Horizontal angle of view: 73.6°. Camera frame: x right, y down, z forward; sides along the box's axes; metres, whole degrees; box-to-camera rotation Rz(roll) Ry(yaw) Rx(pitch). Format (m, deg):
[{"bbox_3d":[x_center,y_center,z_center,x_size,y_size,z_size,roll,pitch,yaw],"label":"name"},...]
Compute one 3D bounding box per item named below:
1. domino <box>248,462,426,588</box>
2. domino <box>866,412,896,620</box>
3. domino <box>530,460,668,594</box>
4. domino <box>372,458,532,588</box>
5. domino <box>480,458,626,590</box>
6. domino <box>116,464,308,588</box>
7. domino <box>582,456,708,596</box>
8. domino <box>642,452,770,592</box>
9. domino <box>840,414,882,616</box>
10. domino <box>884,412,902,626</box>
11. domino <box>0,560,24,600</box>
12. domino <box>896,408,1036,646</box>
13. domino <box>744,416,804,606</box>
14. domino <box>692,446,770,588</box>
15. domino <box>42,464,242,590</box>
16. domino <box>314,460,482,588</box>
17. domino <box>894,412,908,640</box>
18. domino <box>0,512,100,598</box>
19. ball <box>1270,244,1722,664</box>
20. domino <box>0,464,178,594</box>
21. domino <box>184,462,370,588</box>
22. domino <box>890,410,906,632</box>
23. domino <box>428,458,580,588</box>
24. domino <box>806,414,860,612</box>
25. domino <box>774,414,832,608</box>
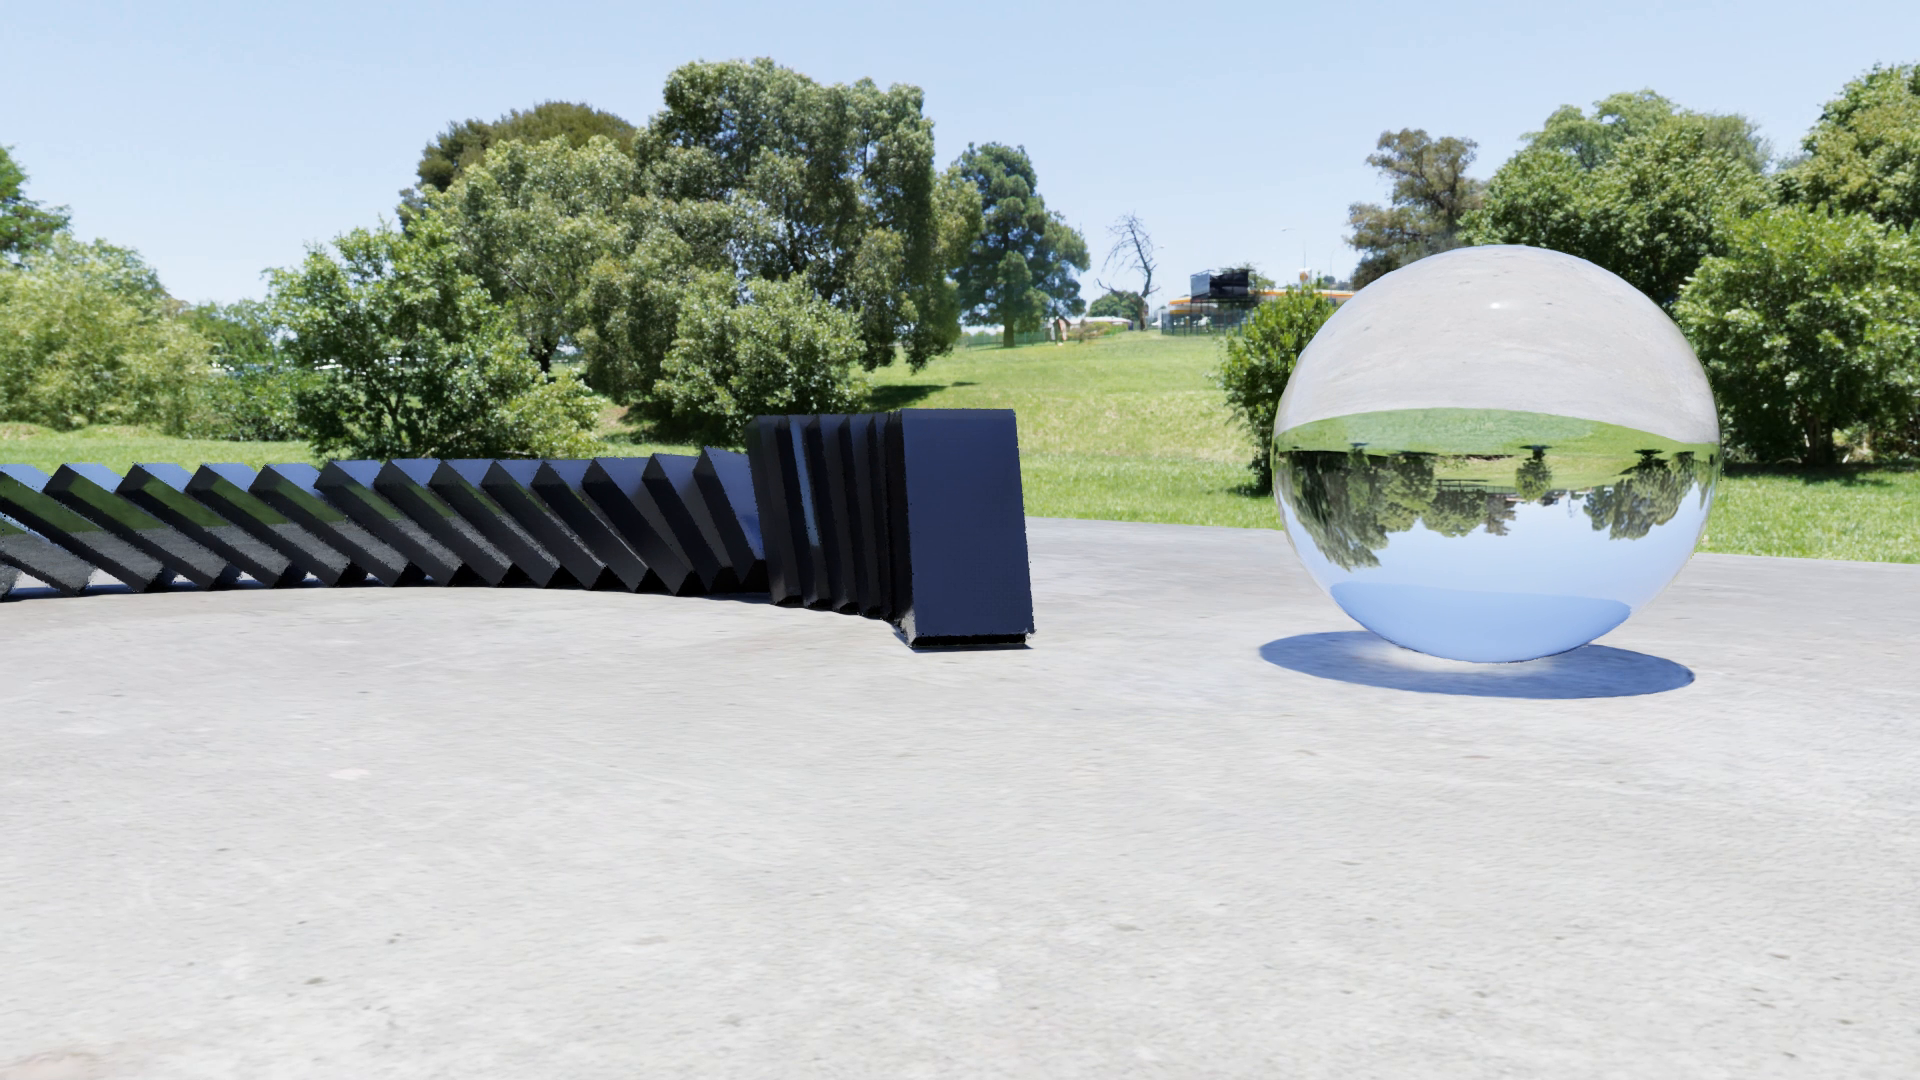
[{"bbox_3d":[-0.187,-0.005,0.391,0.050,0.009,0.025,35,3,-4],"label":"domino"},{"bbox_3d":[-0.008,-0.006,0.315,0.025,0.050,0.010,-1,-16,-16],"label":"domino"},{"bbox_3d":[-0.102,-0.005,0.382,0.050,0.010,0.025,42,21,19],"label":"domino"},{"bbox_3d":[-0.151,-0.006,0.393,0.050,0.009,0.025,38,10,6],"label":"domino"},{"bbox_3d":[-0.118,-0.005,0.388,0.050,0.009,0.025,40,18,15],"label":"domino"},{"bbox_3d":[-0.221,-0.005,0.383,0.050,0.010,0.025,35,-2,-9],"label":"domino"},{"bbox_3d":[-0.086,-0.005,0.376,0.050,0.009,0.025,45,27,24],"label":"domino"},{"bbox_3d":[-0.070,-0.005,0.371,0.025,0.009,0.050,2,39,-43],"label":"domino"},{"bbox_3d":[-0.015,-0.007,0.324,0.025,0.050,0.009,-2,-16,-21],"label":"domino"},{"bbox_3d":[-0.004,-0.005,0.305,0.025,0.050,0.009,-1,-17,-11],"label":"domino"},{"bbox_3d":[-0.280,0.000,0.343,0.050,0.009,0.025,34,-14,-28],"label":"domino"},{"bbox_3d":[0.001,-0.003,0.274,0.025,0.050,0.009,-1,-17,-11],"label":"domino"},{"bbox_3d":[-0.041,-0.009,0.347,0.025,0.050,0.009,-3,-16,-33],"label":"domino"},{"bbox_3d":[-0.056,-0.006,0.365,0.025,0.009,0.050,9,35,-37],"label":"domino"},{"bbox_3d":[-0.237,-0.004,0.377,0.050,0.009,0.025,35,-5,-13],"label":"domino"},{"bbox_3d":[-0.169,-0.006,0.393,0.050,0.009,0.025,37,6,1],"label":"domino"},{"bbox_3d":[0.000,-0.004,0.285,0.025,0.050,0.009,-1,-17,-11],"label":"domino"},{"bbox_3d":[-0.267,-0.002,0.356,0.050,0.009,0.025,37,-13,-25],"label":"domino"},{"bbox_3d":[0.101,-0.016,0.248,0.080,0.080,0.080,0,4,0],"label":"ball"},{"bbox_3d":[-0.253,-0.004,0.370,0.050,0.010,0.025,36,-6,-15],"label":"domino"},{"bbox_3d":[-0.204,-0.005,0.388,0.050,0.009,0.025,35,1,-6],"label":"domino"},{"bbox_3d":[-0.002,-0.005,0.295,0.025,0.050,0.009,-1,-17,-11],"label":"domino"},{"bbox_3d":[-0.135,-0.006,0.391,0.050,0.010,0.025,39,14,11],"label":"domino"},{"bbox_3d":[-0.023,-0.007,0.333,0.025,0.050,0.010,-2,-16,-29],"label":"domino"},{"bbox_3d":[-0.032,-0.008,0.340,0.025,0.050,0.009,-3,-16,-32],"label":"domino"}]
